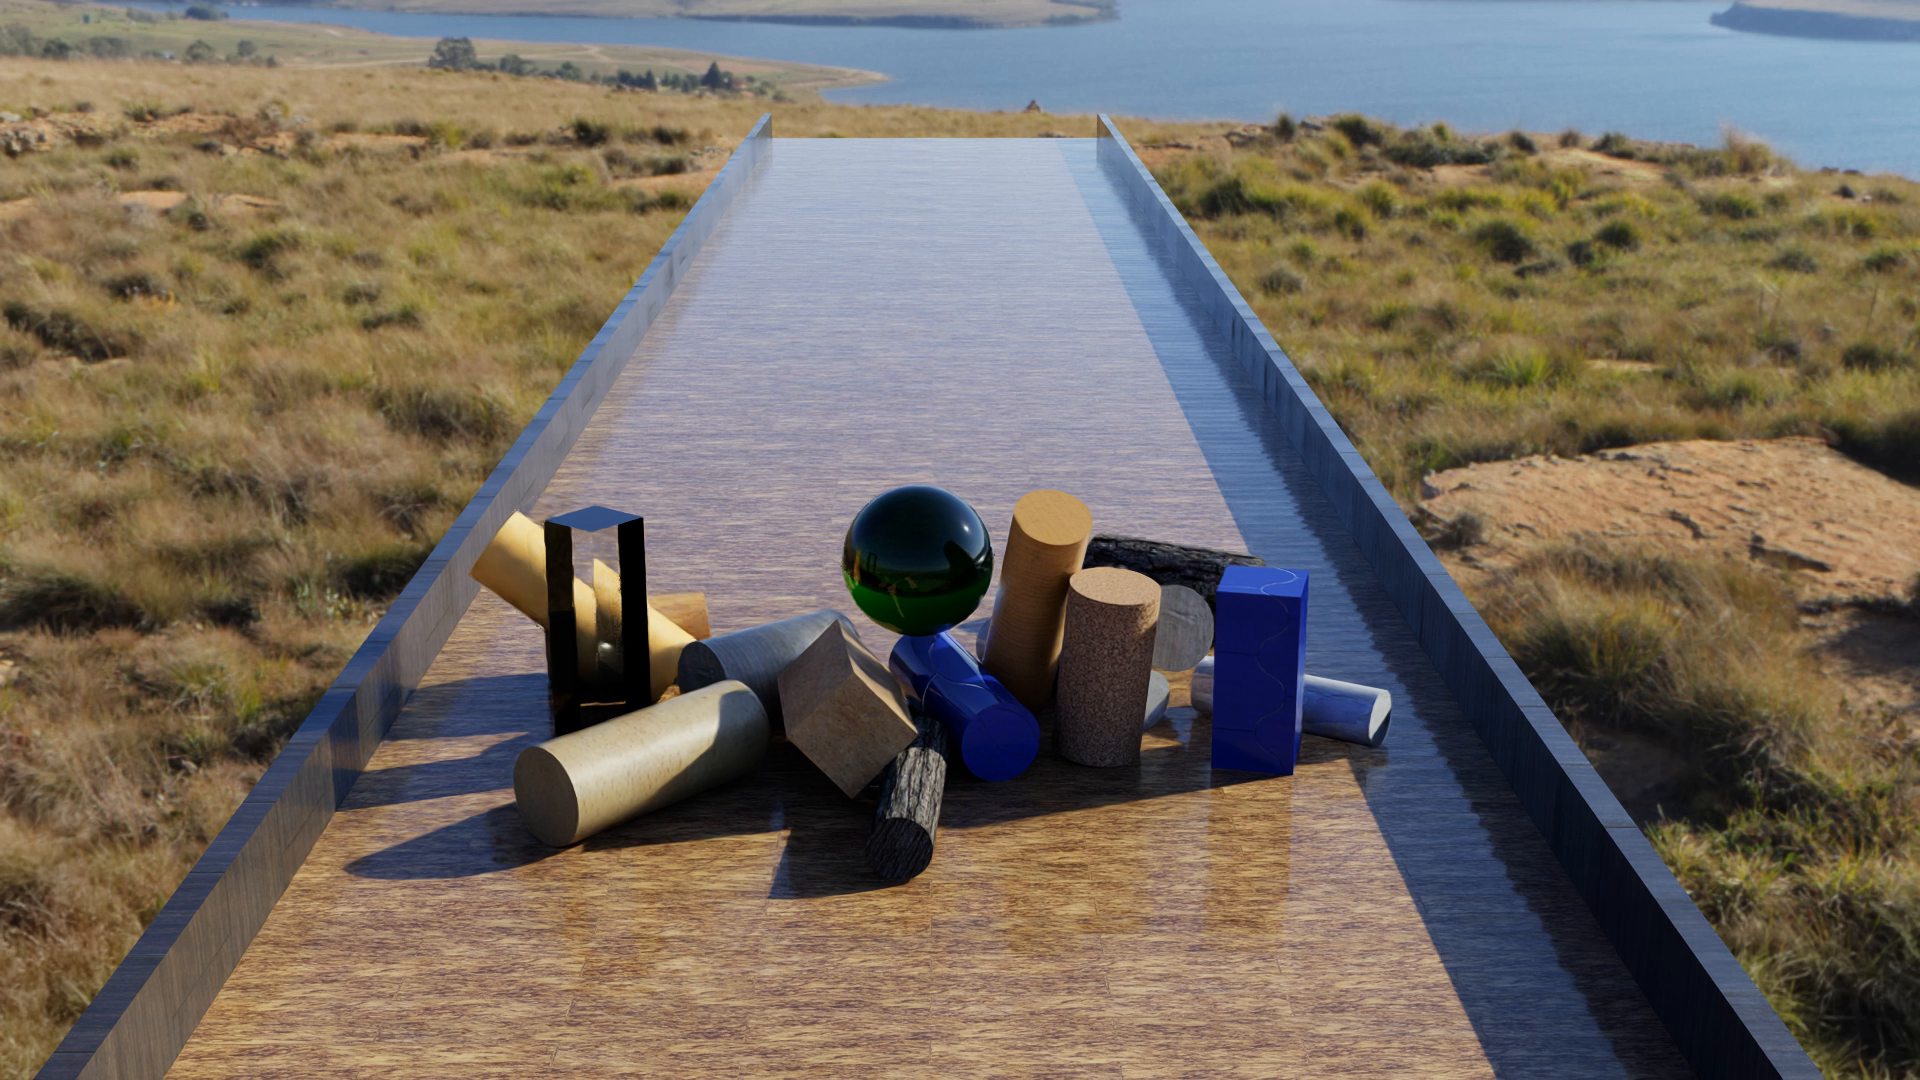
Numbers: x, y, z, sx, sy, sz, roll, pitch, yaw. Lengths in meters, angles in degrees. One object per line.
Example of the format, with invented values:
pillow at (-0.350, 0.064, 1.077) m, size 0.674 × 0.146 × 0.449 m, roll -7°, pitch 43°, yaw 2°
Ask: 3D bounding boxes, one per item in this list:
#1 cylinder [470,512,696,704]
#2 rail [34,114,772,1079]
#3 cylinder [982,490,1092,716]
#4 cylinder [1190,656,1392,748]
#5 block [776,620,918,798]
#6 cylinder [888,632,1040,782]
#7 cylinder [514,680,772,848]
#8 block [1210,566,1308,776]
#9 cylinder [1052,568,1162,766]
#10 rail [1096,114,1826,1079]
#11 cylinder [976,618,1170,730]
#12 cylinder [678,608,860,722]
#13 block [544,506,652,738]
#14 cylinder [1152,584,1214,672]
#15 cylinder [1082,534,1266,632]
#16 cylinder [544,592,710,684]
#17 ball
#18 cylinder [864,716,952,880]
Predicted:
cylinder at (-0.705, 0.130, 4.143) m, size 0.422 × 0.148 × 0.148 m, roll 36°, pitch 17°, yaw -5°
rail at (-1.118, -0.838, 7.780) m, size 0.050 × 0.150 × 12.000 m, roll 0°, pitch 17°, yaw -1°
cylinder at (0.132, 0.122, 3.995) m, size 0.139 × 0.457 × 0.139 m, roll 6°, pitch 44°, yaw -5°
cylinder at (0.606, 0.296, 4.046) m, size 0.353 × 0.107 × 0.107 m, roll 10°, pitch 19°, yaw 30°
block at (-0.201, 0.287, 3.823) m, size 0.155 × 0.155 × 0.372 m, roll -44°, pitch 13°, yaw 3°
cylinder at (0.002, 0.291, 3.993) m, size 0.146 × 0.146 × 0.431 m, roll -6°, pitch 17°, yaw -18°
cylinder at (-0.527, 0.369, 3.691) m, size 0.168 × 0.168 × 0.420 m, roll 14°, pitch 22°, yaw 40°
block at (0.529, 0.228, 3.877) m, size 0.144 × 0.330 × 0.144 m, roll 4°, pitch 19°, yaw 13°
cylinder at (0.257, 0.224, 3.890) m, size 0.161 × 0.314 × 0.161 m, roll 5°, pitch 22°, yaw -2°
rail at (0.932, -0.844, 7.801) m, size 0.050 × 0.150 × 12.000 m, roll 0°, pitch 17°, yaw -1°
cylinder at (0.210, 0.247, 4.203) m, size 0.110 × 0.110 × 0.431 m, roll -13°, pitch 21°, yaw -37°
cylinder at (-0.349, 0.245, 4.090) m, size 0.300 × 0.179 × 0.179 m, roll -13°, pitch 21°, yaw -37°
block at (-0.633, 0.175, 3.863) m, size 0.121 × 0.442 × 0.121 m, roll 13°, pitch 21°, yaw 36°
cylinder at (0.346, 0.169, 4.228) m, size 0.161 × 0.161 × 0.312 m, roll -6°, pitch 1°, yaw -20°
cylinder at (0.448, 0.093, 4.621) m, size 0.358 × 0.167 × 0.167 m, roll 9°, pitch 19°, yaw 28°
cylinder at (-0.652, 0.191, 4.305) m, size 0.306 × 0.159 × 0.159 m, roll -4°, pitch 17°, yaw -14°
ball at (-0.079, 0.037, 4.097) m, size 0.284 × 0.284 × 0.284 m, roll 0°, pitch 17°, yaw 0°
cylinder at (-0.082, 0.419, 3.631) m, size 0.107 × 0.107 × 0.434 m, roll 1°, pitch 17°, yaw 3°
